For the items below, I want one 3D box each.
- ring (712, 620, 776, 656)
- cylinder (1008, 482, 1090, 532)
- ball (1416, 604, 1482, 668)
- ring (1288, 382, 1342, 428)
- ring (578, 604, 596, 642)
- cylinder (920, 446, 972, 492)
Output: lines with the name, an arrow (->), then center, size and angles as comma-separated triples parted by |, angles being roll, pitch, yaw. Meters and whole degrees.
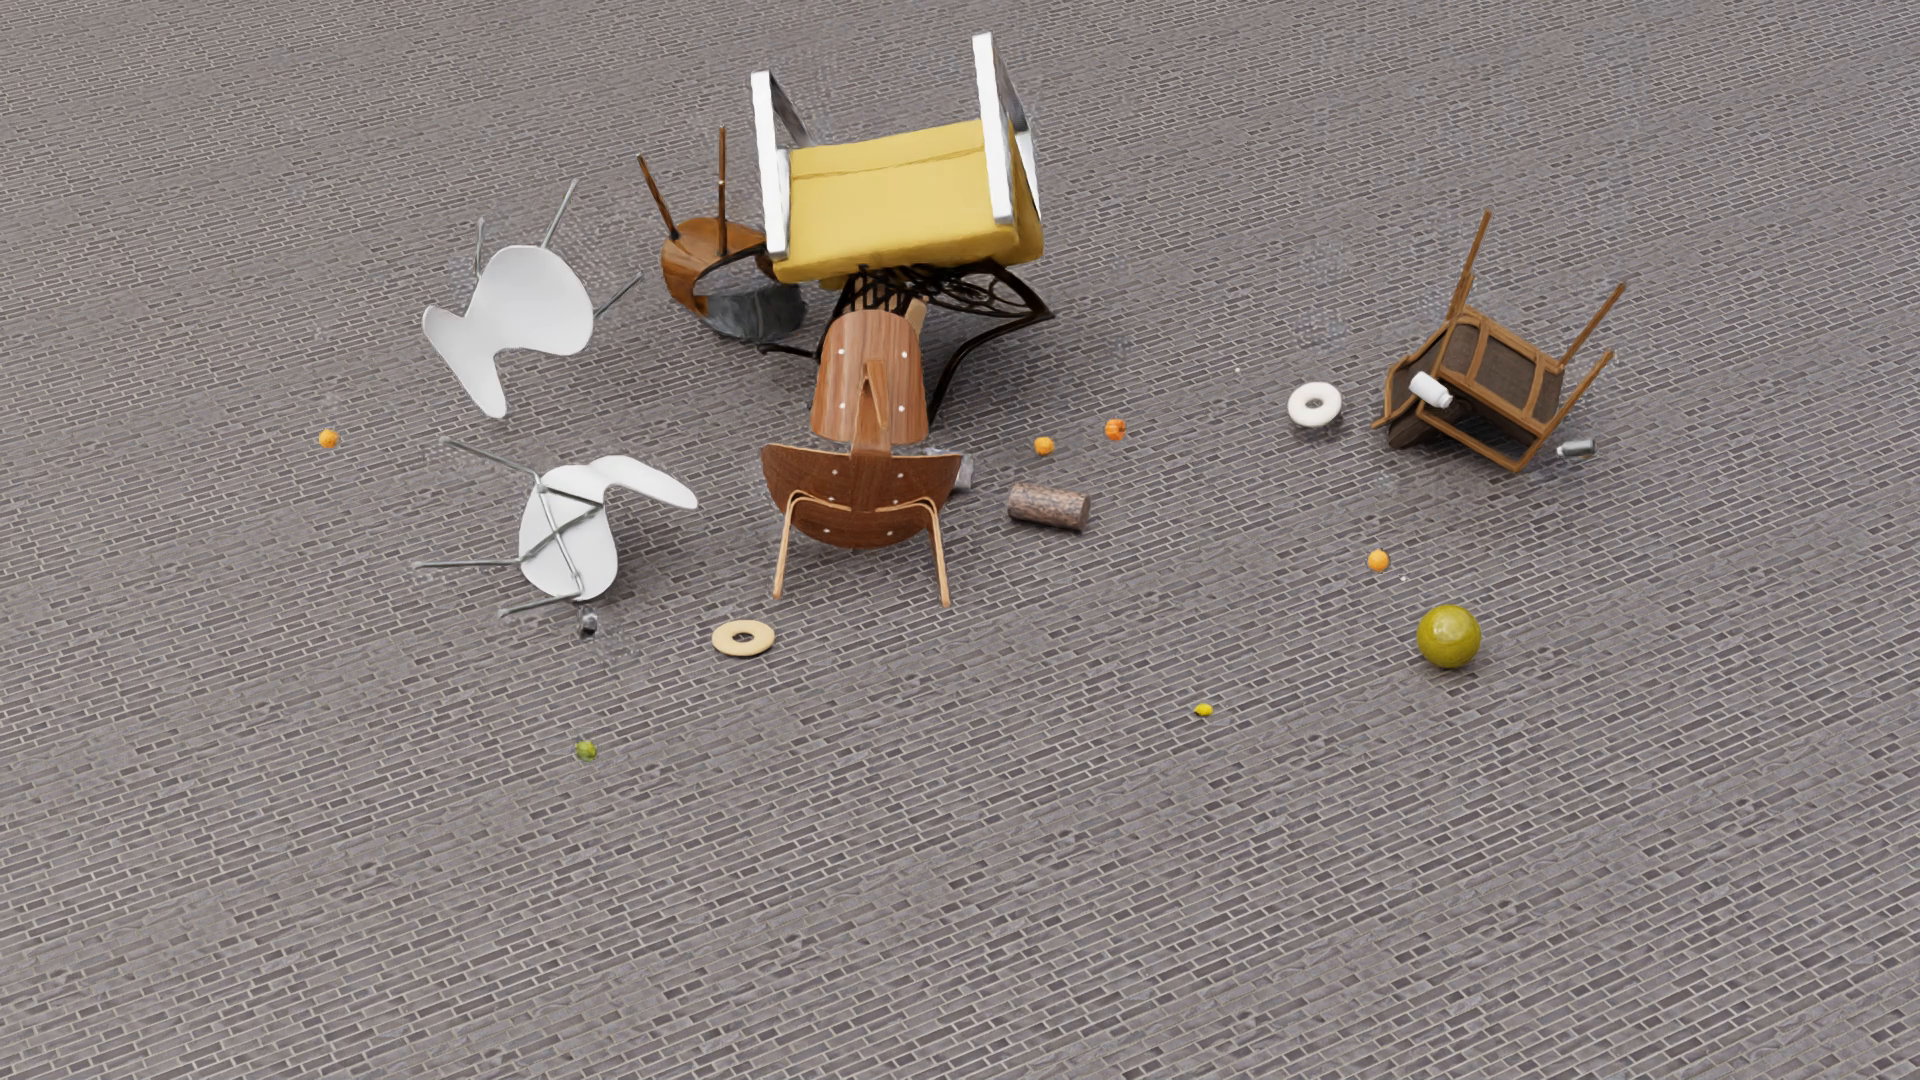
ring -> -0.767, 0.347, 10.389 | 0.227, 0.032, 0.216 | -8, 34, -12
cylinder -> 0.334, -0.125, 11.015 | 0.279, 0.129, 0.145 | 11, 46, 15
ball -> 1.706, 0.336, 10.229 | 0.225, 0.225, 0.225 | 0, 33, 0
ring -> 1.398, -0.535, 11.556 | 0.211, 0.056, 0.298 | 3, 36, 15
ring -> -1.306, 0.290, 10.268 | 0.050, 0.133, 0.150 | 3, -9, -18
cylinder -> -0.054, -0.268, 11.207 | 0.180, 0.111, 0.172 | 8, 51, -11
